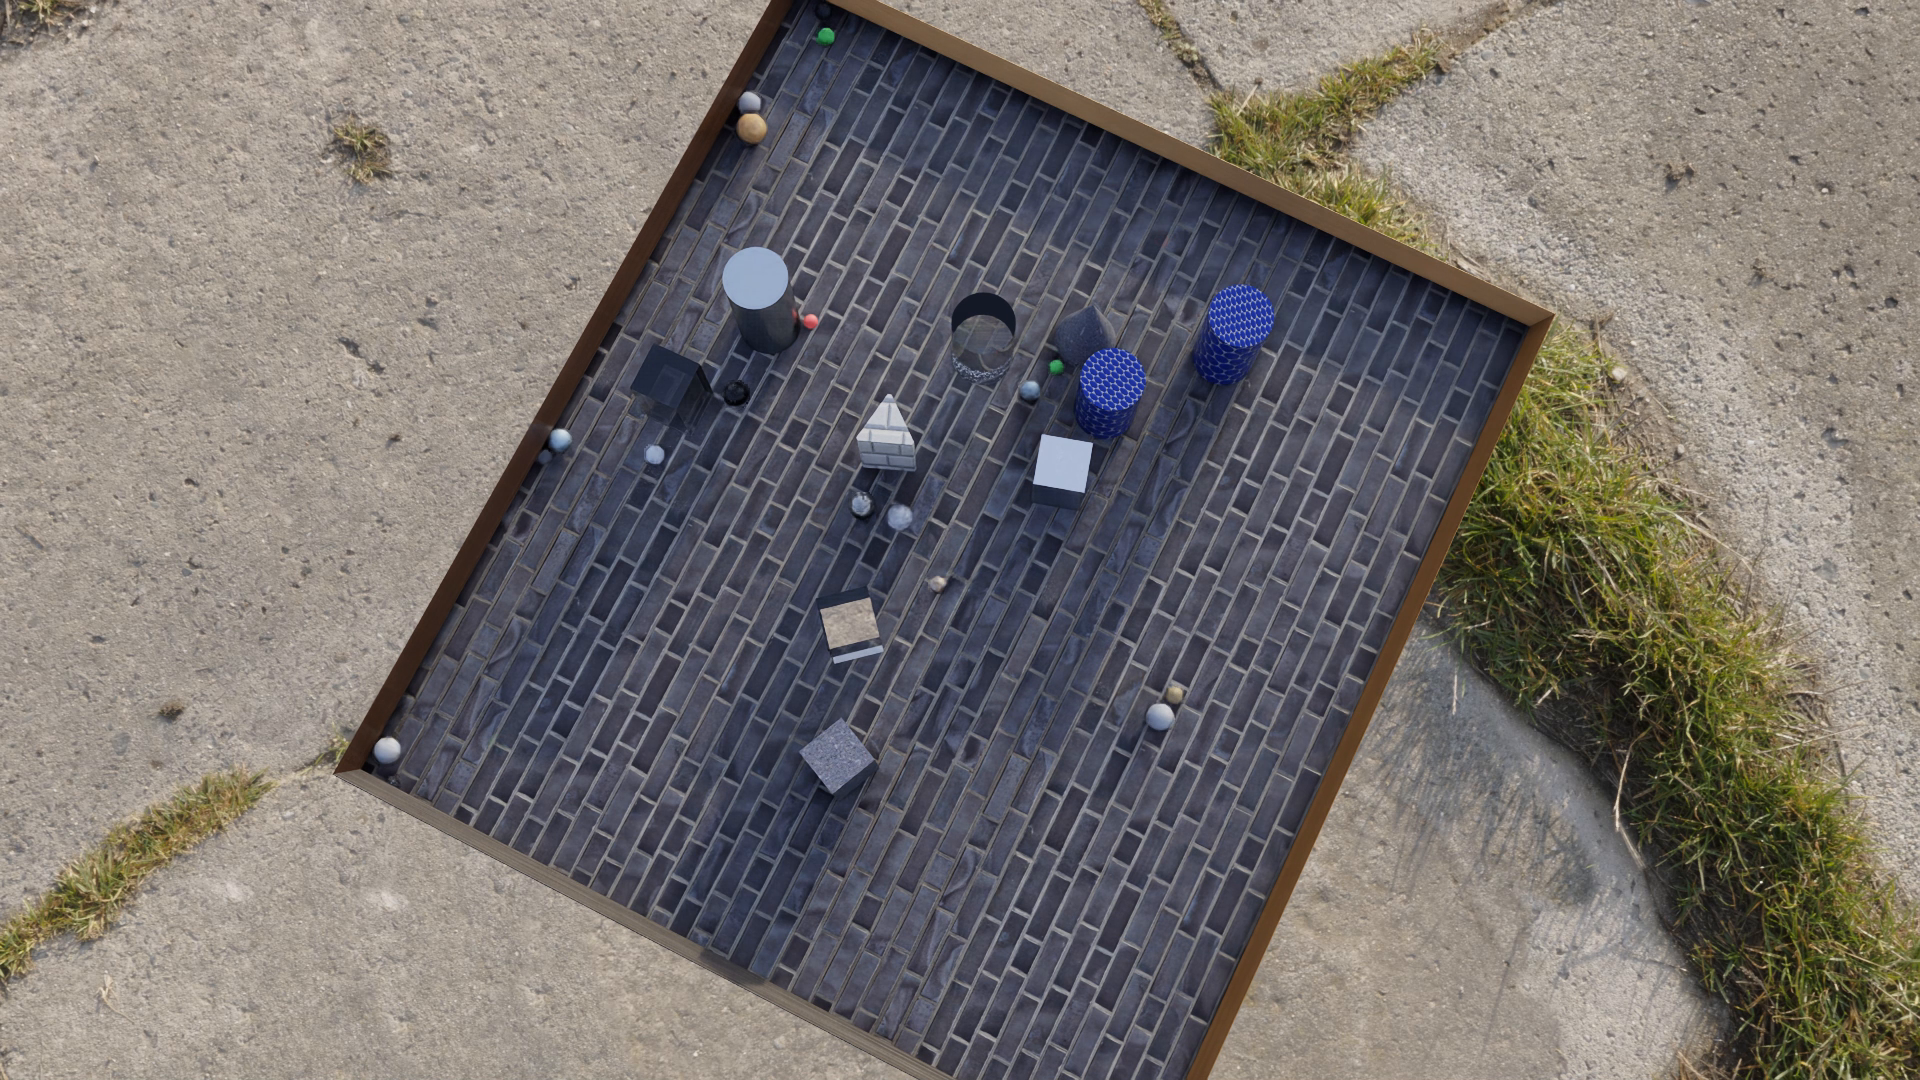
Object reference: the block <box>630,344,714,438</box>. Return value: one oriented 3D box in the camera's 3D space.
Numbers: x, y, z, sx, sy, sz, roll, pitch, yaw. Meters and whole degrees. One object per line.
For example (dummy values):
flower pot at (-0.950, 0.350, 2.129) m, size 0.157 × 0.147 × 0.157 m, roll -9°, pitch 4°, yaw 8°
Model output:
block at (-0.867, -0.449, 5.545) m, size 0.153 × 0.322 × 0.153 m, roll 25°, pitch 79°, yaw 5°

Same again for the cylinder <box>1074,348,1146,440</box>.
cylinder at (0.450, -0.439, 5.541) m, size 0.192 × 0.327 × 0.192 m, roll 0°, pitch 78°, yaw 0°

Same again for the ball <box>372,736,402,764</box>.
ball at (-1.702, 0.626, 5.446) m, size 0.081 × 0.081 × 0.081 m, roll 0°, pitch 78°, yaw 0°

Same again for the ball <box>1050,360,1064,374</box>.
ball at (0.302, -0.539, 5.706) m, size 0.044 × 0.044 × 0.044 m, roll 0°, pitch 78°, yaw 0°

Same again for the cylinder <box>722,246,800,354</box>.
cylinder at (-0.596, -0.719, 5.546) m, size 0.192 × 0.430 × 0.192 m, roll 0°, pitch 78°, yaw 0°

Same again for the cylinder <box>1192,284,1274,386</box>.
cylinder at (0.823, -0.616, 5.545) m, size 0.192 × 0.389 × 0.192 m, roll 0°, pitch 78°, yaw 0°

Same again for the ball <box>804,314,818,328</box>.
ball at (-0.468, -0.684, 5.735) m, size 0.045 × 0.045 × 0.045 m, roll 0°, pitch 78°, yaw 0°

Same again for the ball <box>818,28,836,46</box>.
ball at (-0.432, -1.629, 5.925) m, size 0.056 × 0.056 × 0.056 m, roll 0°, pitch 78°, yaw 0°

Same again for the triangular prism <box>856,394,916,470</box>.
triangular prism at (-0.213, -0.325, 5.517) m, size 0.166 × 0.326 × 0.144 m, roll 5°, pitch 78°, yaw 1°

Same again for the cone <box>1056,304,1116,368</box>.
cone at (0.394, -0.663, 5.583) m, size 0.192 × 0.335 × 0.192 m, roll 0°, pitch 78°, yaw 0°

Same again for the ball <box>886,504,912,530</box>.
ball at (-0.184, -0.071, 5.591) m, size 0.079 × 0.079 × 0.079 m, roll 0°, pitch 78°, yaw 0°

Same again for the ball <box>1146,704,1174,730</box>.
ball at (0.597, 0.527, 5.466) m, size 0.082 × 0.082 × 0.082 m, roll 0°, pitch 78°, yaw 0°

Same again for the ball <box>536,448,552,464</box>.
ball at (-1.282, -0.256, 5.645) m, size 0.048 × 0.048 × 0.048 m, roll 0°, pitch 78°, yaw 0°

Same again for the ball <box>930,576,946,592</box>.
ball at (-0.066, 0.134, 5.565) m, size 0.047 × 0.047 × 0.047 m, roll 0°, pitch 78°, yaw 0°

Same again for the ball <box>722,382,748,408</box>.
ball at (-0.695, -0.450, 5.670) m, size 0.078 × 0.078 × 0.078 m, roll 0°, pitch 78°, yaw 0°

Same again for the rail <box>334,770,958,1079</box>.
rail at (-0.638, 1.256, 5.292) m, size 2.647 × 0.125 × 0.045 m, roll 26°, pitch 80°, yaw 5°

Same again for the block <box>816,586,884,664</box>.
block at (-0.324, 0.253, 5.412) m, size 0.153 × 0.297 × 0.153 m, roll -14°, pitch 79°, yaw -3°

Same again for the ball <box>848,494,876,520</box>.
ball at (-0.300, -0.103, 5.596) m, size 0.081 × 0.081 × 0.081 m, roll 0°, pitch 78°, yaw 0°

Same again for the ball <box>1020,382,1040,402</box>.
ball at (0.218, -0.461, 5.680) m, size 0.062 × 0.062 × 0.062 m, roll 0°, pitch 78°, yaw 0°

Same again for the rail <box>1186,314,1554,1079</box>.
rail at (1.163, 0.576, 5.433) m, size 0.045 × 0.125 × 2.900 m, roll 26°, pitch 80°, yaw 5°

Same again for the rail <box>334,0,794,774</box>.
rail at (-1.163, -0.563, 5.668) m, size 0.045 × 0.125 × 2.900 m, roll 26°, pitch 80°, yaw 5°

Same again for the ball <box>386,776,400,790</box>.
ball at (-1.684, 0.726, 5.443) m, size 0.046 × 0.046 × 0.046 m, roll 0°, pitch 78°, yaw 0°

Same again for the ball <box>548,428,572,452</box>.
ball at (-1.234, -0.306, 5.642) m, size 0.073 × 0.073 × 0.073 m, roll 0°, pitch 78°, yaw 0°

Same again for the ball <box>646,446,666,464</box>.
ball at (-0.938, -0.261, 5.640) m, size 0.060 × 0.060 × 0.060 m, roll 0°, pitch 78°, yaw 0°

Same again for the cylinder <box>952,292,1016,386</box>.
cylinder at (0.070, -0.608, 5.577) m, size 0.192 × 0.325 × 0.192 m, roll 0°, pitch 78°, yaw 0°

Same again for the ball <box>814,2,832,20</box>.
ball at (-0.444, -1.713, 5.942) m, size 0.056 × 0.056 × 0.056 m, roll 0°, pitch 78°, yaw 0°

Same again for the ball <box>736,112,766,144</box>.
ball at (-0.665, -1.311, 5.839) m, size 0.096 × 0.096 × 0.096 m, roll 0°, pitch 78°, yaw 0°

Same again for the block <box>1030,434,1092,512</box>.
block at (0.305, -0.201, 5.532) m, size 0.153 × 0.247 × 0.153 m, roll 10°, pitch 78°, yaw 2°

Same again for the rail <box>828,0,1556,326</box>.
rail at (0.638, -1.243, 5.809) m, size 2.647 × 0.125 × 0.045 m, roll 26°, pitch 80°, yaw 5°

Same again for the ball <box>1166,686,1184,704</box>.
ball at (0.643, 0.466, 5.493) m, size 0.054 × 0.054 × 0.054 m, roll 0°, pitch 78°, yaw 0°

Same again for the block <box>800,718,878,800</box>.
block at (-0.348, 0.640, 5.329) m, size 0.153 × 0.304 × 0.153 m, roll -39°, pitch 81°, yaw -7°

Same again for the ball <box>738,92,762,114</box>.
ball at (-0.675, -1.395, 5.866) m, size 0.076 × 0.076 × 0.076 m, roll 0°, pitch 78°, yaw 0°
